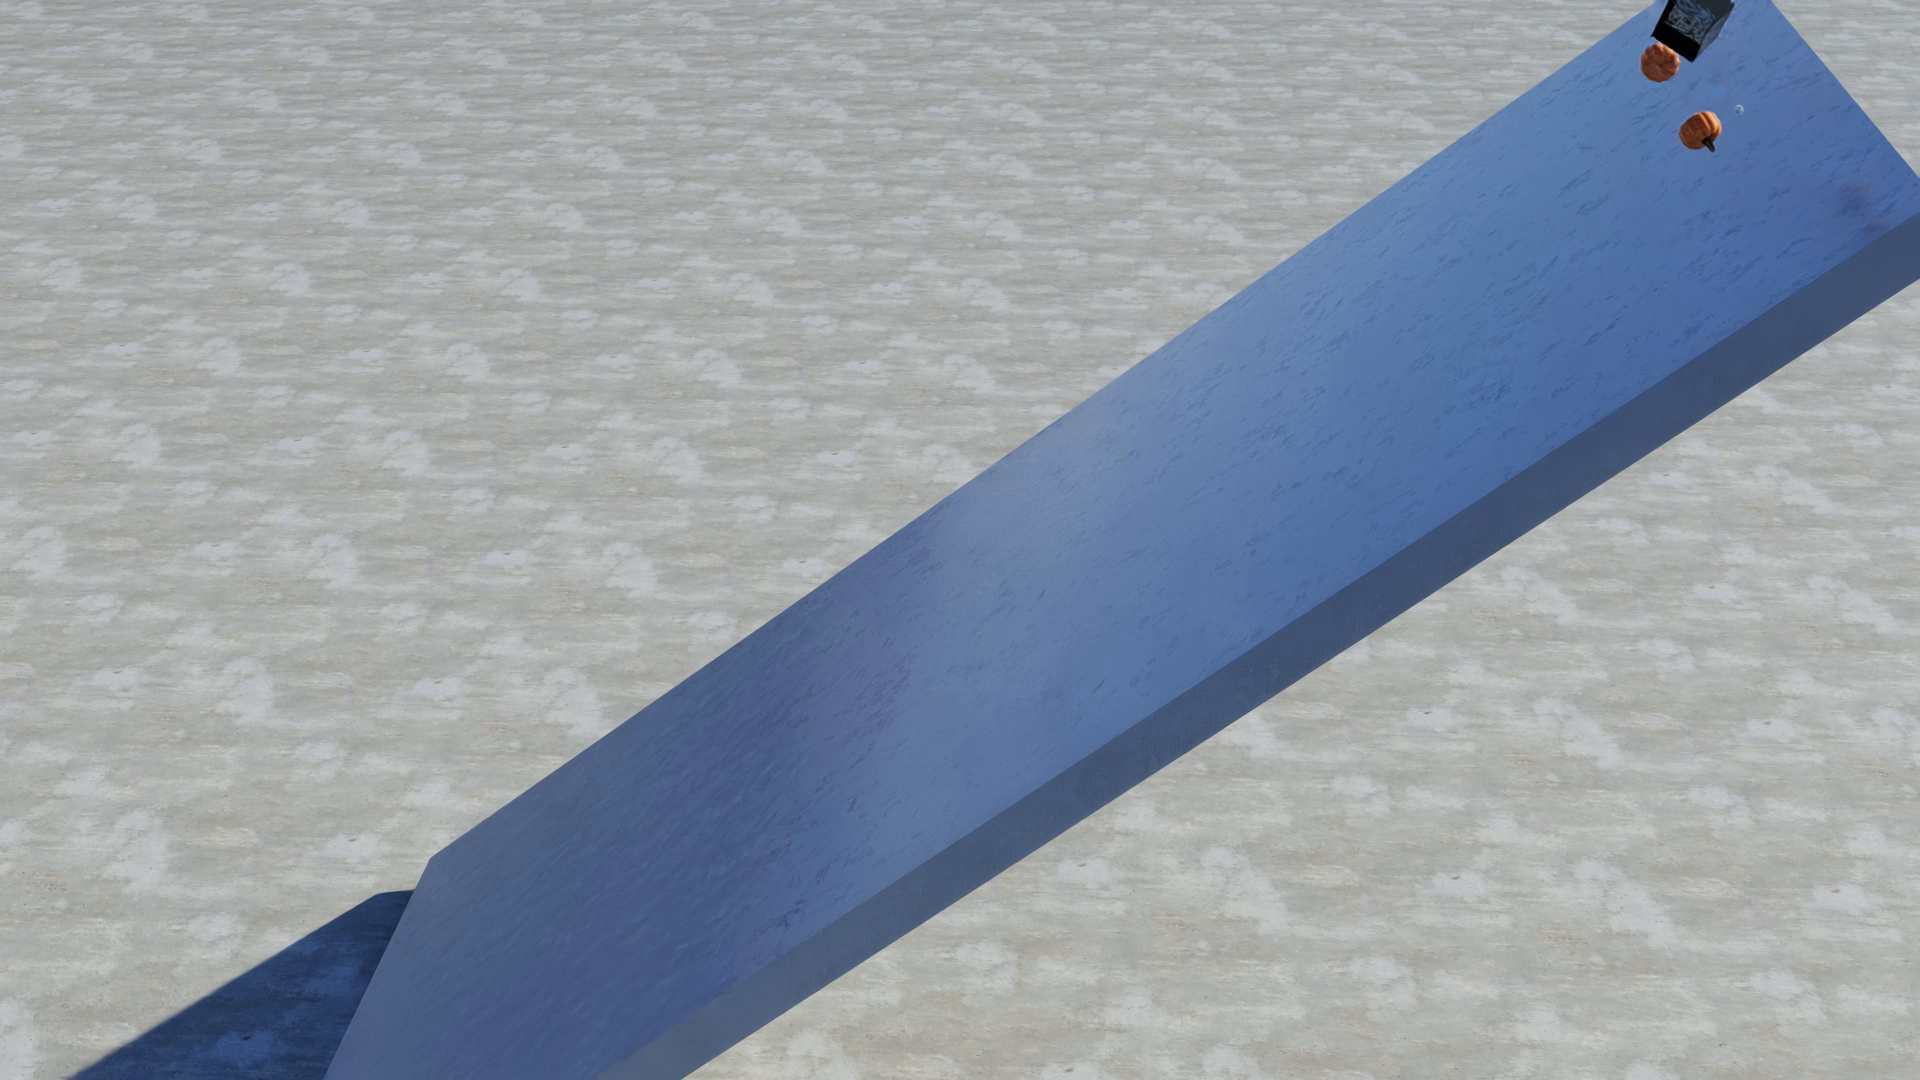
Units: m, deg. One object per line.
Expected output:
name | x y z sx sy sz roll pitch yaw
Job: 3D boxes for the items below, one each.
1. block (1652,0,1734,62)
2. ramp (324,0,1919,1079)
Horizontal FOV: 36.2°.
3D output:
block | 1.346 -0.955 5.399 0.091 0.091 0.091 38 57 15
ramp | 0.127 0.181 6.327 4.000 0.100 2.000 -35 16 17
